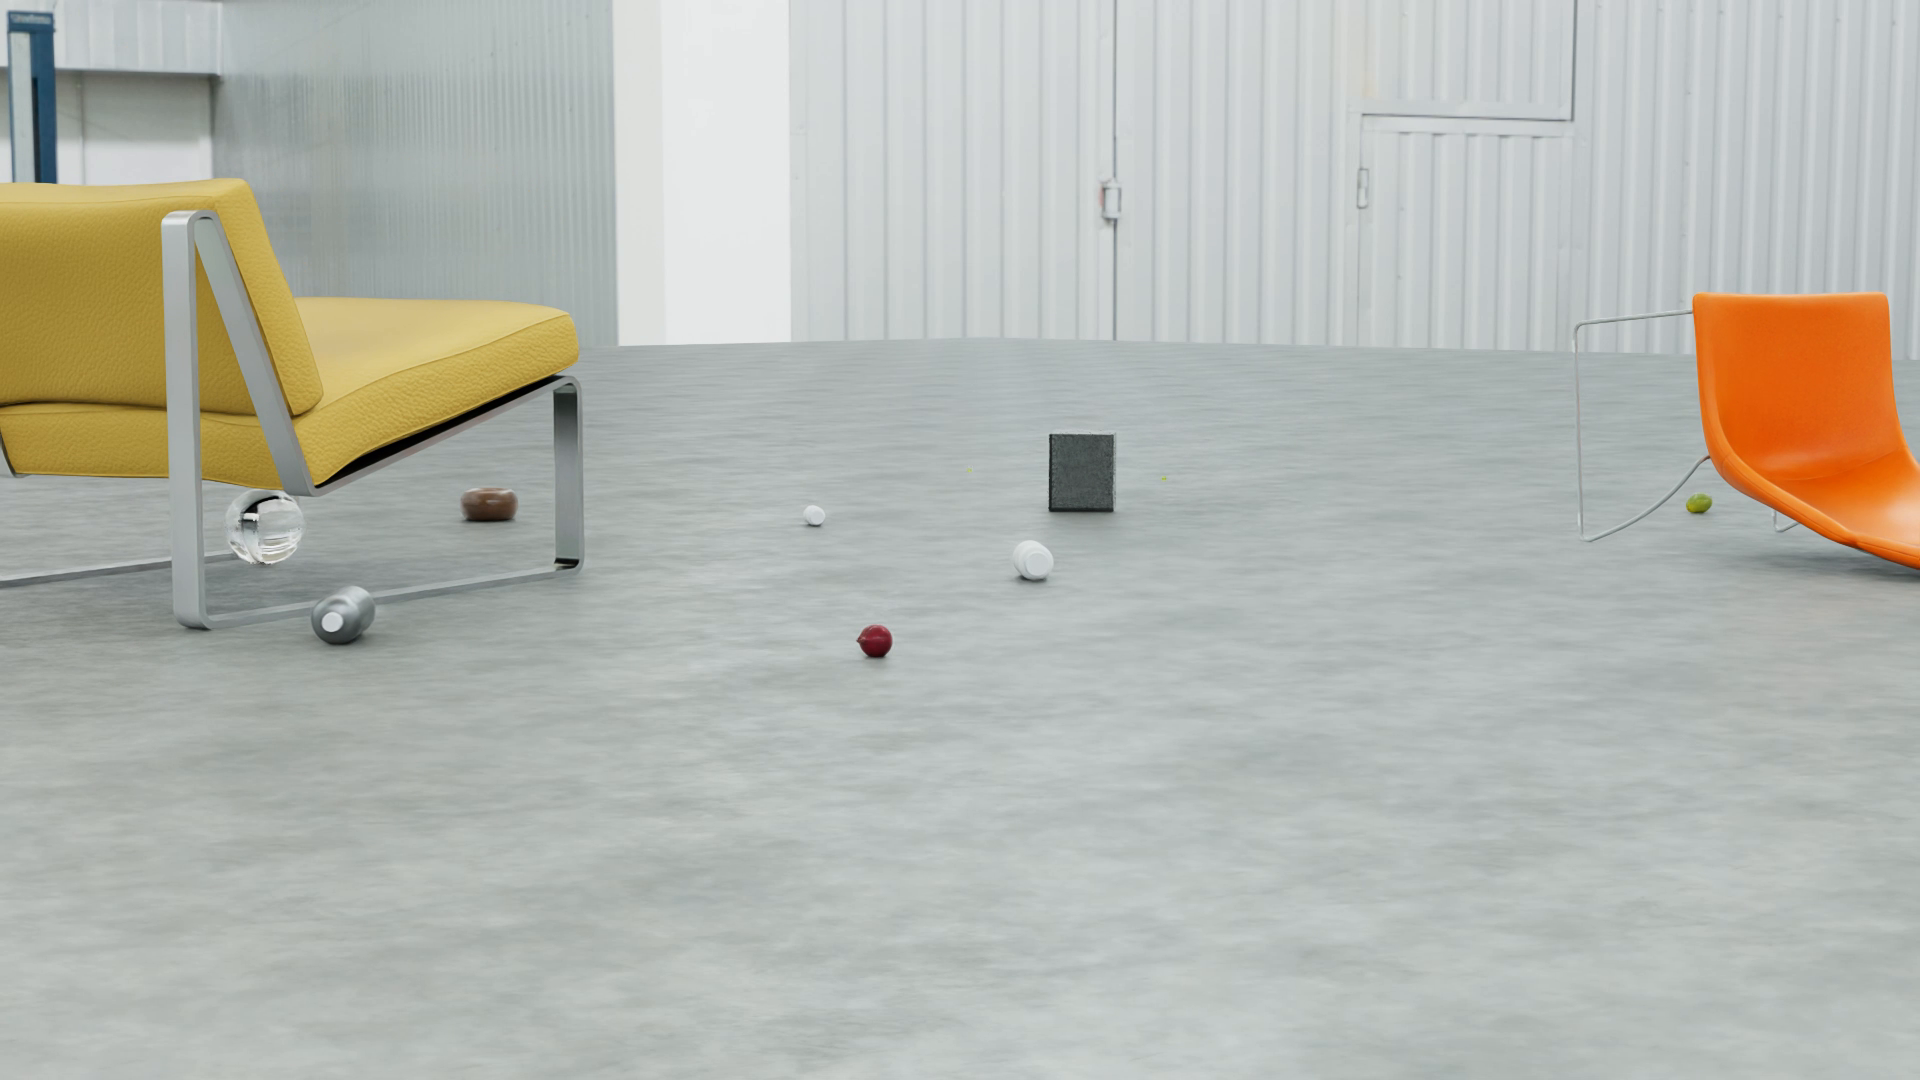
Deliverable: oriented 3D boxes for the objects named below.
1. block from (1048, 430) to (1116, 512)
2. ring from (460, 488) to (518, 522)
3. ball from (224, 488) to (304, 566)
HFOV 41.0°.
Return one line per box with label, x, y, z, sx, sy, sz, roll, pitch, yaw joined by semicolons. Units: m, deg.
block;0.348;-0.197;7.265;0.180;0.218;0.220;1;6;6
ring;-1.278;-0.097;6.965;0.157;0.082;0.213;1;5;-4
ball;-1.586;-0.031;5.849;0.177;0.177;0.177;0;6;0
